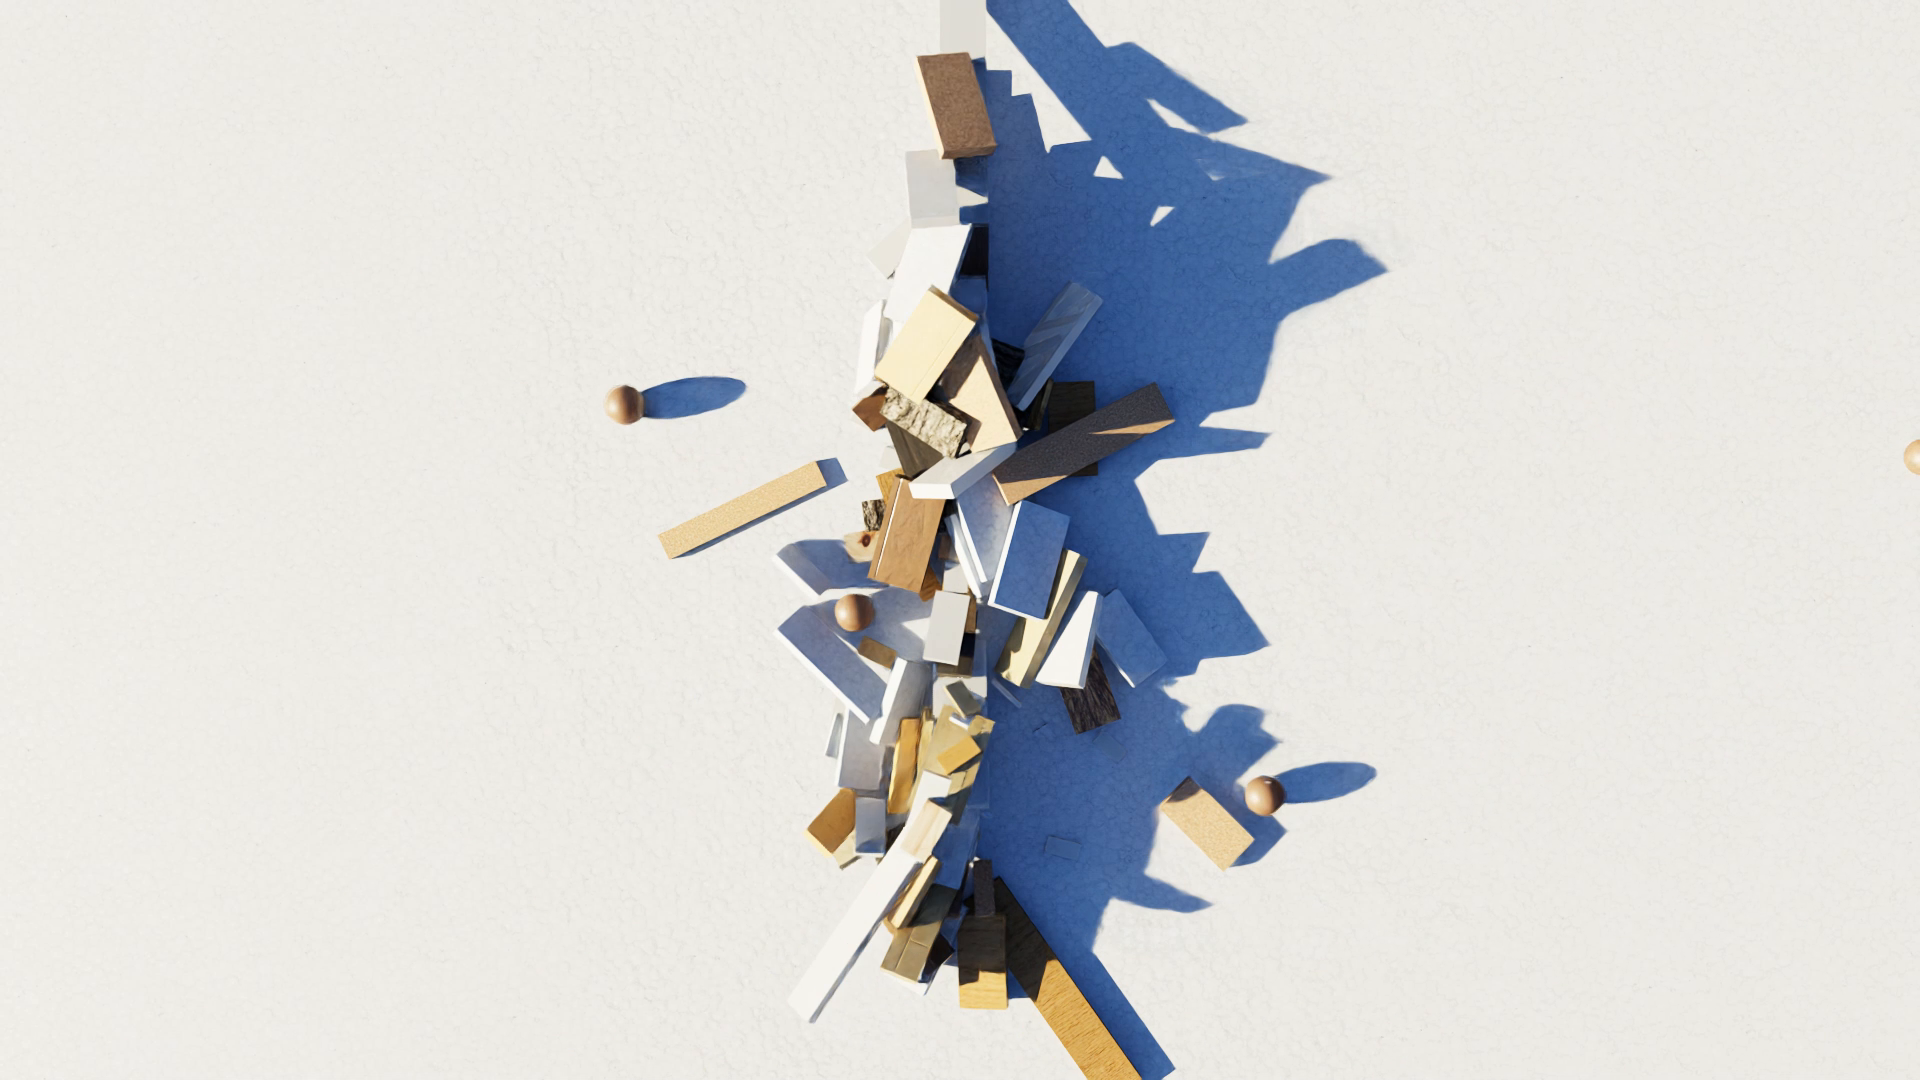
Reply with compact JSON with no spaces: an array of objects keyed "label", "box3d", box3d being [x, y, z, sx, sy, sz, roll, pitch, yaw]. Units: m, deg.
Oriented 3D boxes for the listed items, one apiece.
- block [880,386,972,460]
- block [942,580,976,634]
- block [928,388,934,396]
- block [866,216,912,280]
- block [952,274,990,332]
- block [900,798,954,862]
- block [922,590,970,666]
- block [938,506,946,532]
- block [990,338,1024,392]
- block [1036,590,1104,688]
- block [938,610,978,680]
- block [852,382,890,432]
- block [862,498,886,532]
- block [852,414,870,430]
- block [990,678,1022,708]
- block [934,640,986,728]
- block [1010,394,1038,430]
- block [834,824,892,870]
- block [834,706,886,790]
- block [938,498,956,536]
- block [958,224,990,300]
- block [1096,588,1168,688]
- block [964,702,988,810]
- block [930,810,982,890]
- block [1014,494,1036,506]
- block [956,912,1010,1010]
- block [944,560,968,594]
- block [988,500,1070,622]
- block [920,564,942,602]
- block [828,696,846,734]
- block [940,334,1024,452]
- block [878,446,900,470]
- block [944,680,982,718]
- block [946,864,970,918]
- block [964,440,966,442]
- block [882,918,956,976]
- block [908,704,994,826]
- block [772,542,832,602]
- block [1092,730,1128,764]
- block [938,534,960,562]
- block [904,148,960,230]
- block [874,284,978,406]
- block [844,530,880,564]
[{"label":"block","box3d":[-0.111,-0.398,5.332,0.292,0.041,0.146,33,129,13]},{"label":"block","box3d":[-0.002,0.190,5.449,0.114,0.032,0.228,3,72,1]},{"label":"block","box3d":[-0.108,-0.447,5.481,0.059,0.017,0.119,-20,80,-1]},{"label":"block","box3d":[-0.204,-0.976,5.485,0.207,0.029,0.104,-43,91,0]},{"label":"block","box3d":[0.019,-0.705,5.307,0.144,0.041,0.289,-4,117,1]},{"label":"block","box3d":[-0.105,0.907,5.162,0.092,0.026,0.184,30,103,3]},{"label":"block","box3d":[-0.043,0.286,5.385,0.114,0.032,0.228,10,73,3]},{"label":"block","box3d":[-0.080,-0.087,5.455,0.067,0.019,0.133,-7,64,15]},{"label":"block","box3d":[0.087,-0.518,5.365,0.144,0.041,0.289,19,127,-12]},{"label":"block","box3d":[0.358,0.321,5.378,0.156,0.044,0.312,3,71,34]},{"label":"block","box3d":[-0.008,0.341,5.431,0.114,0.032,0.228,5,67,2]},{"label":"block","box3d":[-0.244,-0.465,5.432,0.212,0.030,0.106,-43,104,7]},{"label":"block","box3d":[-0.221,-0.092,5.470,0.200,0.028,0.100,-9,71,0]},{"label":"block","box3d":[-0.298,-0.443,5.490,0.071,0.020,0.142,29,90,0]},{"label":"block","box3d":[0.154,0.507,5.468,0.127,0.063,0.018,43,90,0]},{"label":"block","box3d":[0.000,0.503,5.419,0.175,0.049,0.349,0,71,0]},{"label":"block","box3d":[0.196,-0.443,5.460,0.090,0.025,0.179,22,90,44]},{"label":"block","box3d":[-0.329,1.000,5.456,0.193,0.096,0.027,-32,134,0]},{"label":"block","box3d":[-0.321,0.677,5.451,0.143,0.040,0.285,9,90,-20]},{"label":"block","box3d":[-0.023,-0.077,5.466,0.067,0.019,0.133,13,70,1]},{"label":"block","box3d":[0.019,-0.865,5.274,0.144,0.041,0.289,0,116,0]},{"label":"block","box3d":[0.543,0.323,5.455,0.149,0.042,0.297,-37,93,-12]},{"label":"block","box3d":[0.005,0.706,5.397,0.175,0.049,0.349,0,62,0]},{"label":"block","box3d":[-0.030,0.987,5.344,0.130,0.037,0.261,15,81,8]},{"label":"block","box3d":[0.185,-0.108,5.480,0.142,0.040,0.283,-10,90,0]},{"label":"block","box3d":[0.074,1.388,5.444,0.158,0.045,0.317,-1,96,12]},{"label":"block","box3d":[-0.012,0.101,5.447,0.078,0.022,0.156,1,69,1]},{"label":"block","box3d":[0.227,0.066,5.380,0.179,0.051,0.358,19,77,-16]},{"label":"block","box3d":[-0.125,0.121,5.489,0.078,0.022,0.156,-29,90,0]},{"label":"block","box3d":[-0.390,0.596,5.490,0.073,0.021,0.147,11,90,0]},{"label":"block","box3d":[0.052,-0.464,5.254,0.175,0.050,0.351,-14,107,35]},{"label":"block","box3d":[-0.193,-0.256,5.490,0.142,0.020,0.071,18,90,0]},{"label":"block","box3d":[0.008,0.513,5.317,0.064,0.018,0.129,-18,53,-26]},{"label":"block","box3d":[-0.039,1.110,5.412,0.123,0.035,0.246,10,56,6]},{"label":"block","box3d":[0.004,-0.380,5.472,0.119,0.017,0.059,40,89,-19]},{"label":"block","box3d":[-0.137,1.293,5.382,0.118,0.034,0.237,-44,74,6]},{"label":"block","box3d":[-0.028,0.721,5.293,0.175,0.049,0.349,19,73,6]},{"label":"block","box3d":[-0.521,0.103,5.451,0.200,0.100,0.028,44,125,0]},{"label":"block","box3d":[0.500,0.689,5.492,0.112,0.016,0.056,40,90,0]},{"label":"block","box3d":[-0.023,-0.008,5.463,0.078,0.022,0.156,9,70,0]},{"label":"block","box3d":[-0.087,-1.105,5.176,0.152,0.043,0.303,-5,56,-1]},{"label":"block","box3d":[-0.107,-0.607,5.147,0.177,0.050,0.355,35,125,-3]},{"label":"block","box3d":[-0.266,0.010,5.486,0.225,0.028,0.100,-11,90,0]}]
